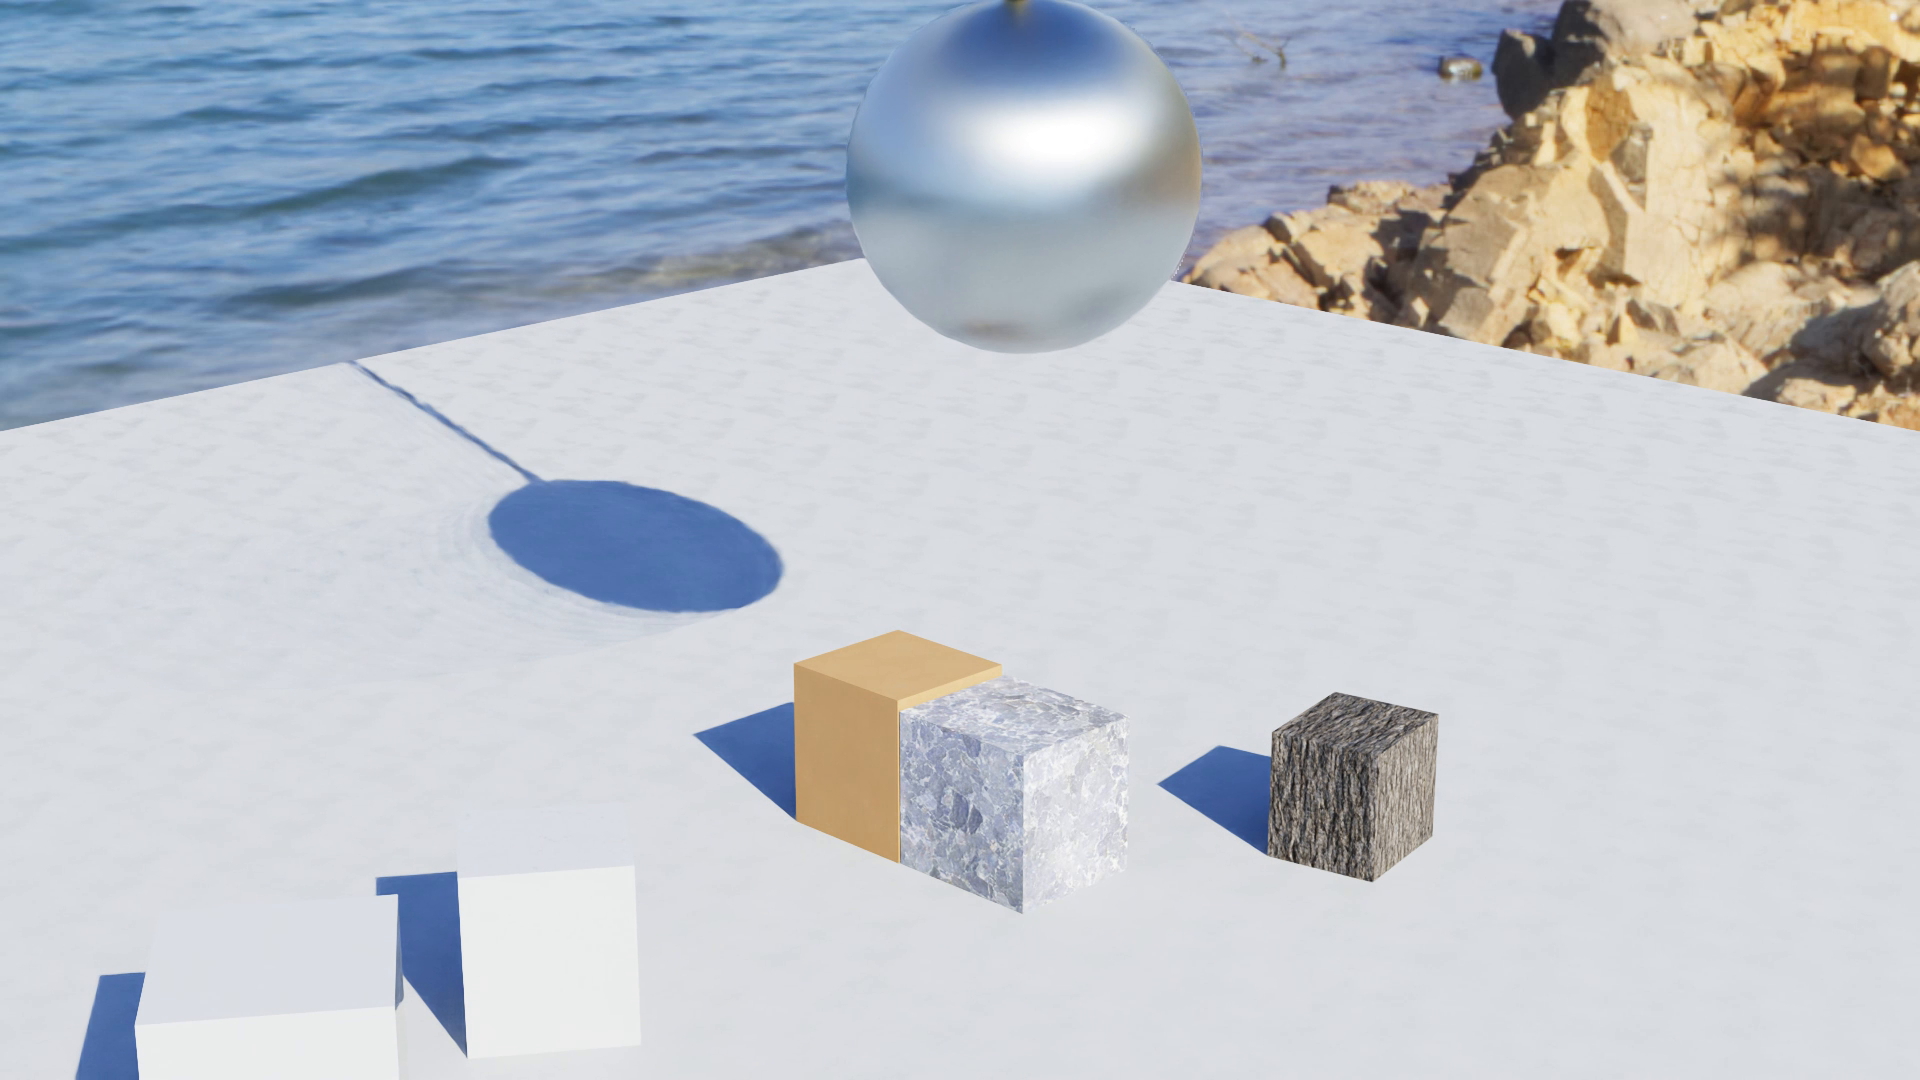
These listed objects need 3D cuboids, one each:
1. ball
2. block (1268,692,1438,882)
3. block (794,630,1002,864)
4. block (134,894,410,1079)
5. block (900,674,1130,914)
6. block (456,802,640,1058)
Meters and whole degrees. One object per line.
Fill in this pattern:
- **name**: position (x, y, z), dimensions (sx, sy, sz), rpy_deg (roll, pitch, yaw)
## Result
- **ball**: position (0.284, -1.632, 13.126), dimensions (1.600, 1.600, 1.600), rpy_deg (0, 17, 0)
- **block**: position (1.835, 1.143, 13.676), dimensions (0.540, 0.619, 0.641), rpy_deg (11, 21, 32)
- **block**: position (-0.293, 0.967, 13.924), dimensions (0.683, 0.805, 0.708), rpy_deg (-17, 24, -42)
- **block**: position (-2.497, 1.925, 10.781), dimensions (0.883, 0.862, 0.956), rpy_deg (-3, 18, -9)
- **block**: position (0.247, 1.149, 13.431), dimensions (0.692, 0.754, 0.783), rpy_deg (-17, 24, -42)
- **block**: position (-1.689, 1.586, 11.989), dimensions (0.691, 0.786, 0.667), rpy_deg (-3, 18, -10)
